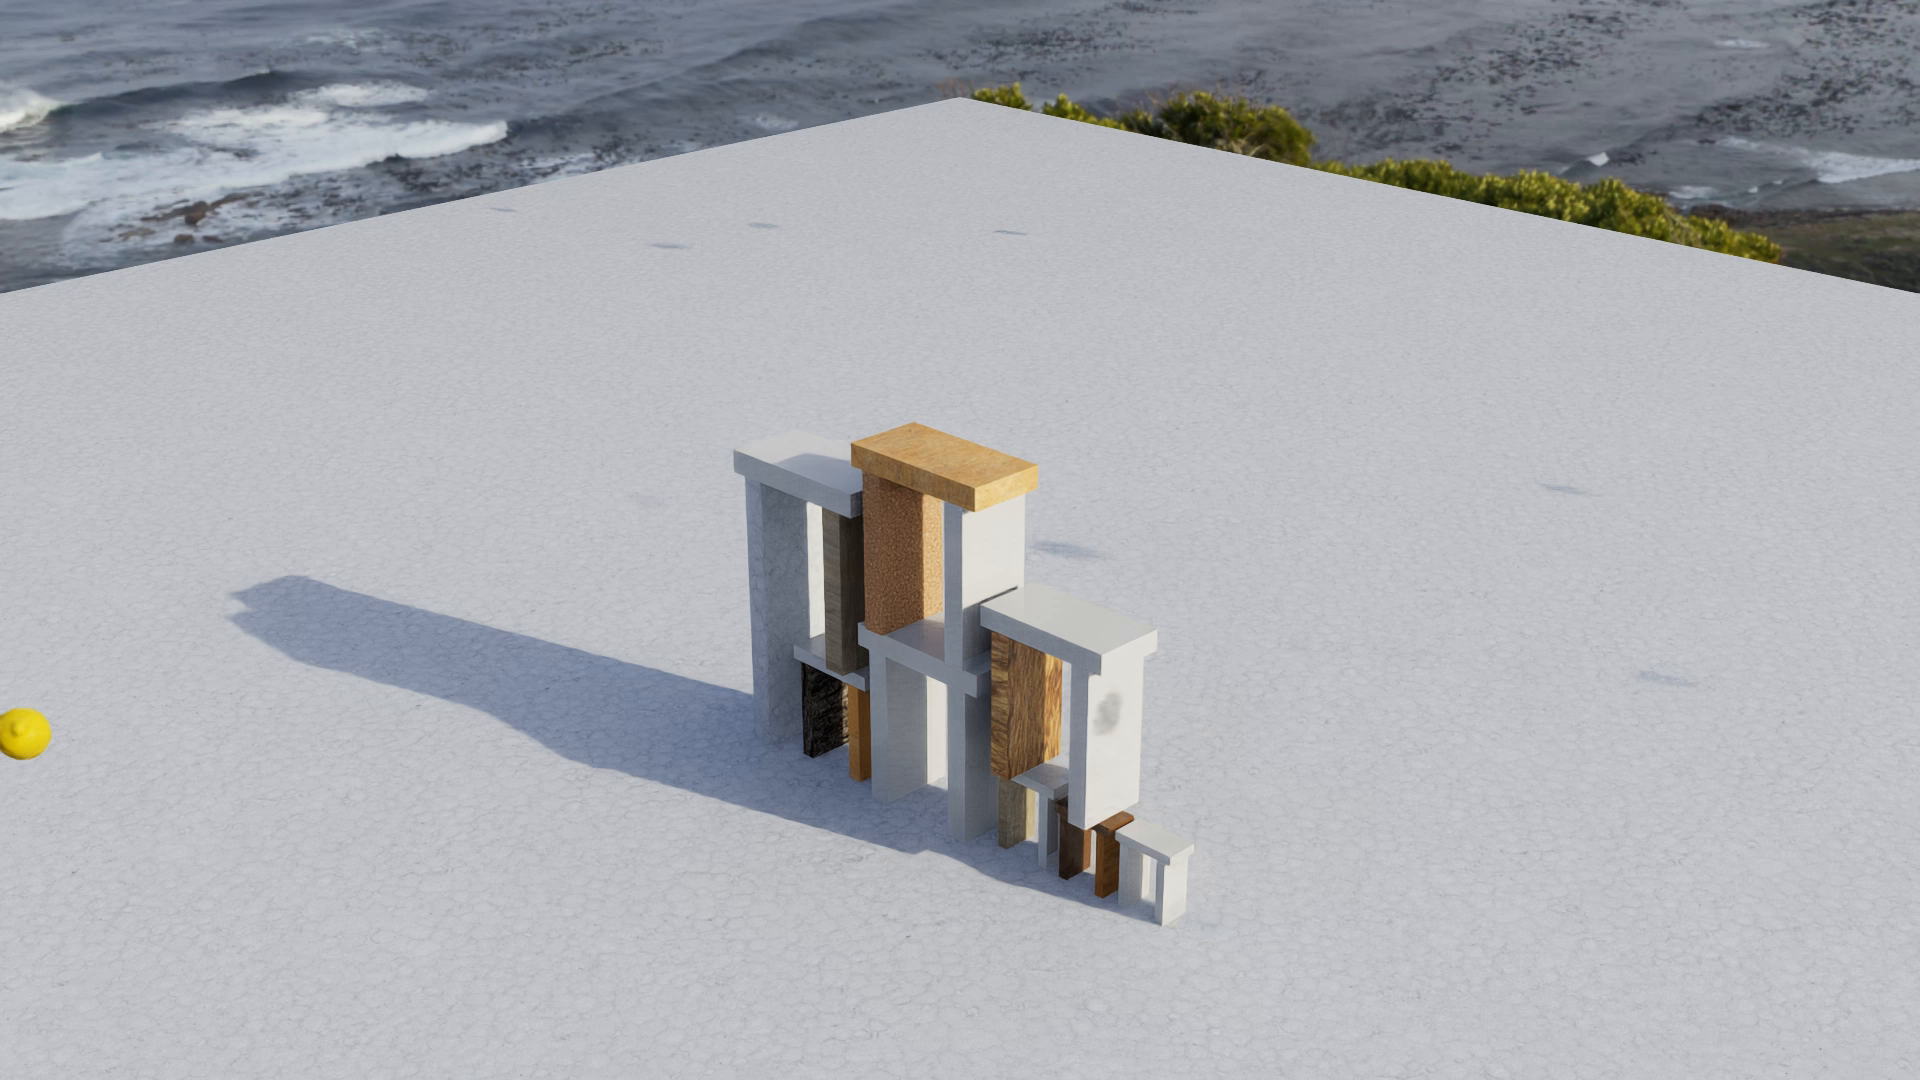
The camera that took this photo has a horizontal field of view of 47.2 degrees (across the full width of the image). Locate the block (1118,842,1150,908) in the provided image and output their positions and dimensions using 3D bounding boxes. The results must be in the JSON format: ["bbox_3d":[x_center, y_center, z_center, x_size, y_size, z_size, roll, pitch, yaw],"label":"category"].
[{"bbox_3d":[0.328,0.617,4.134,0.019,0.134,0.067,21,31,41],"label":"block"}]

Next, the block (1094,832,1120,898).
[{"bbox_3d":[0.287,0.603,4.163,0.069,0.139,0.020,-21,31,-41],"label":"block"}]

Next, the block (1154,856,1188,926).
[{"bbox_3d":[0.392,0.642,4.076,0.019,0.134,0.067,21,31,41],"label":"block"}]

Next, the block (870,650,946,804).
[{"bbox_3d":[-0.106,0.356,4.497,0.047,0.333,0.166,21,31,41],"label":"block"}]

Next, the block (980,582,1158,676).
[{"bbox_3d":[0.200,0.162,4.077,0.152,0.043,0.304,-21,31,-40],"label":"block"}]

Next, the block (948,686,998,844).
[{"bbox_3d":[0.051,0.417,4.352,0.047,0.333,0.166,21,31,41],"label":"block"}]

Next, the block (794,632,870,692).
[{"bbox_3d":[-0.232,0.249,4.575,0.219,0.031,0.109,21,31,41],"label":"block"}]

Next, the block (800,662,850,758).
[{"bbox_3d":[-0.284,0.344,4.671,0.031,0.219,0.109,21,31,41],"label":"block"}]

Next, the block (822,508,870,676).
[{"bbox_3d":[-0.194,0.081,4.474,0.050,0.356,0.178,21,31,41],"label":"block"}]

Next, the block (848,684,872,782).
[{"bbox_3d":[-0.181,0.384,4.576,0.031,0.219,0.109,21,31,41],"label":"block"}]

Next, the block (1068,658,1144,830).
[{"bbox_3d":[0.271,0.361,4.083,0.152,0.329,0.043,-21,31,-41],"label":"block"}]

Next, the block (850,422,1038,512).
[{"bbox_3d":[-0.032,-0.142,4.197,0.338,0.048,0.169,21,31,41],"label":"block"}]

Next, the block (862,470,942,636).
[{"bbox_3d":[-0.112,0.004,4.345,0.169,0.338,0.048,-21,31,-41],"label":"block"}]

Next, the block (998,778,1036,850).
[{"bbox_3d":[0.112,0.521,4.328,0.023,0.160,0.080,21,31,41],"label":"block"}]

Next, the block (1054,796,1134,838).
[{"bbox_3d":[0.254,0.517,4.161,0.069,0.020,0.139,-21,31,-40],"label":"block"}]

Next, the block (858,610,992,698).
[{"bbox_3d":[-0.027,0.211,4.350,0.333,0.047,0.167,21,31,41],"label":"block"}]

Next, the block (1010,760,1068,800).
[{"bbox_3d":[0.150,0.451,4.258,0.080,0.023,0.160,-21,31,-41],"label":"block"}]

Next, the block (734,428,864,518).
[{"bbox_3d":[-0.277,-0.139,4.472,0.356,0.050,0.178,21,31,41],"label":"block"}]

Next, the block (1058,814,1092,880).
[{"bbox_3d":[0.222,0.577,4.223,0.020,0.139,0.069,21,31,41],"label":"block"}]

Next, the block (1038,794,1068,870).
[{"bbox_3d":[0.187,0.550,4.258,0.080,0.160,0.023,-21,31,-41],"label":"block"}]

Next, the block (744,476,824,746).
[{"bbox_3d":[-0.361,0.130,4.677,0.050,0.606,0.178,21,31,41],"label":"block"}]

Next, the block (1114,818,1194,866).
[{"bbox_3d":[0.360,0.559,4.075,0.134,0.019,0.067,21,31,41],"label":"block"}]

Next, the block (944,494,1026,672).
[{"bbox_3d":[0.047,0.066,4.199,0.048,0.337,0.169,21,31,41],"label":"block"}]

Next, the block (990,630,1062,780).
[{"bbox_3d":[0.128,0.294,4.211,0.152,0.304,0.043,-21,31,-41],"label":"block"}]
